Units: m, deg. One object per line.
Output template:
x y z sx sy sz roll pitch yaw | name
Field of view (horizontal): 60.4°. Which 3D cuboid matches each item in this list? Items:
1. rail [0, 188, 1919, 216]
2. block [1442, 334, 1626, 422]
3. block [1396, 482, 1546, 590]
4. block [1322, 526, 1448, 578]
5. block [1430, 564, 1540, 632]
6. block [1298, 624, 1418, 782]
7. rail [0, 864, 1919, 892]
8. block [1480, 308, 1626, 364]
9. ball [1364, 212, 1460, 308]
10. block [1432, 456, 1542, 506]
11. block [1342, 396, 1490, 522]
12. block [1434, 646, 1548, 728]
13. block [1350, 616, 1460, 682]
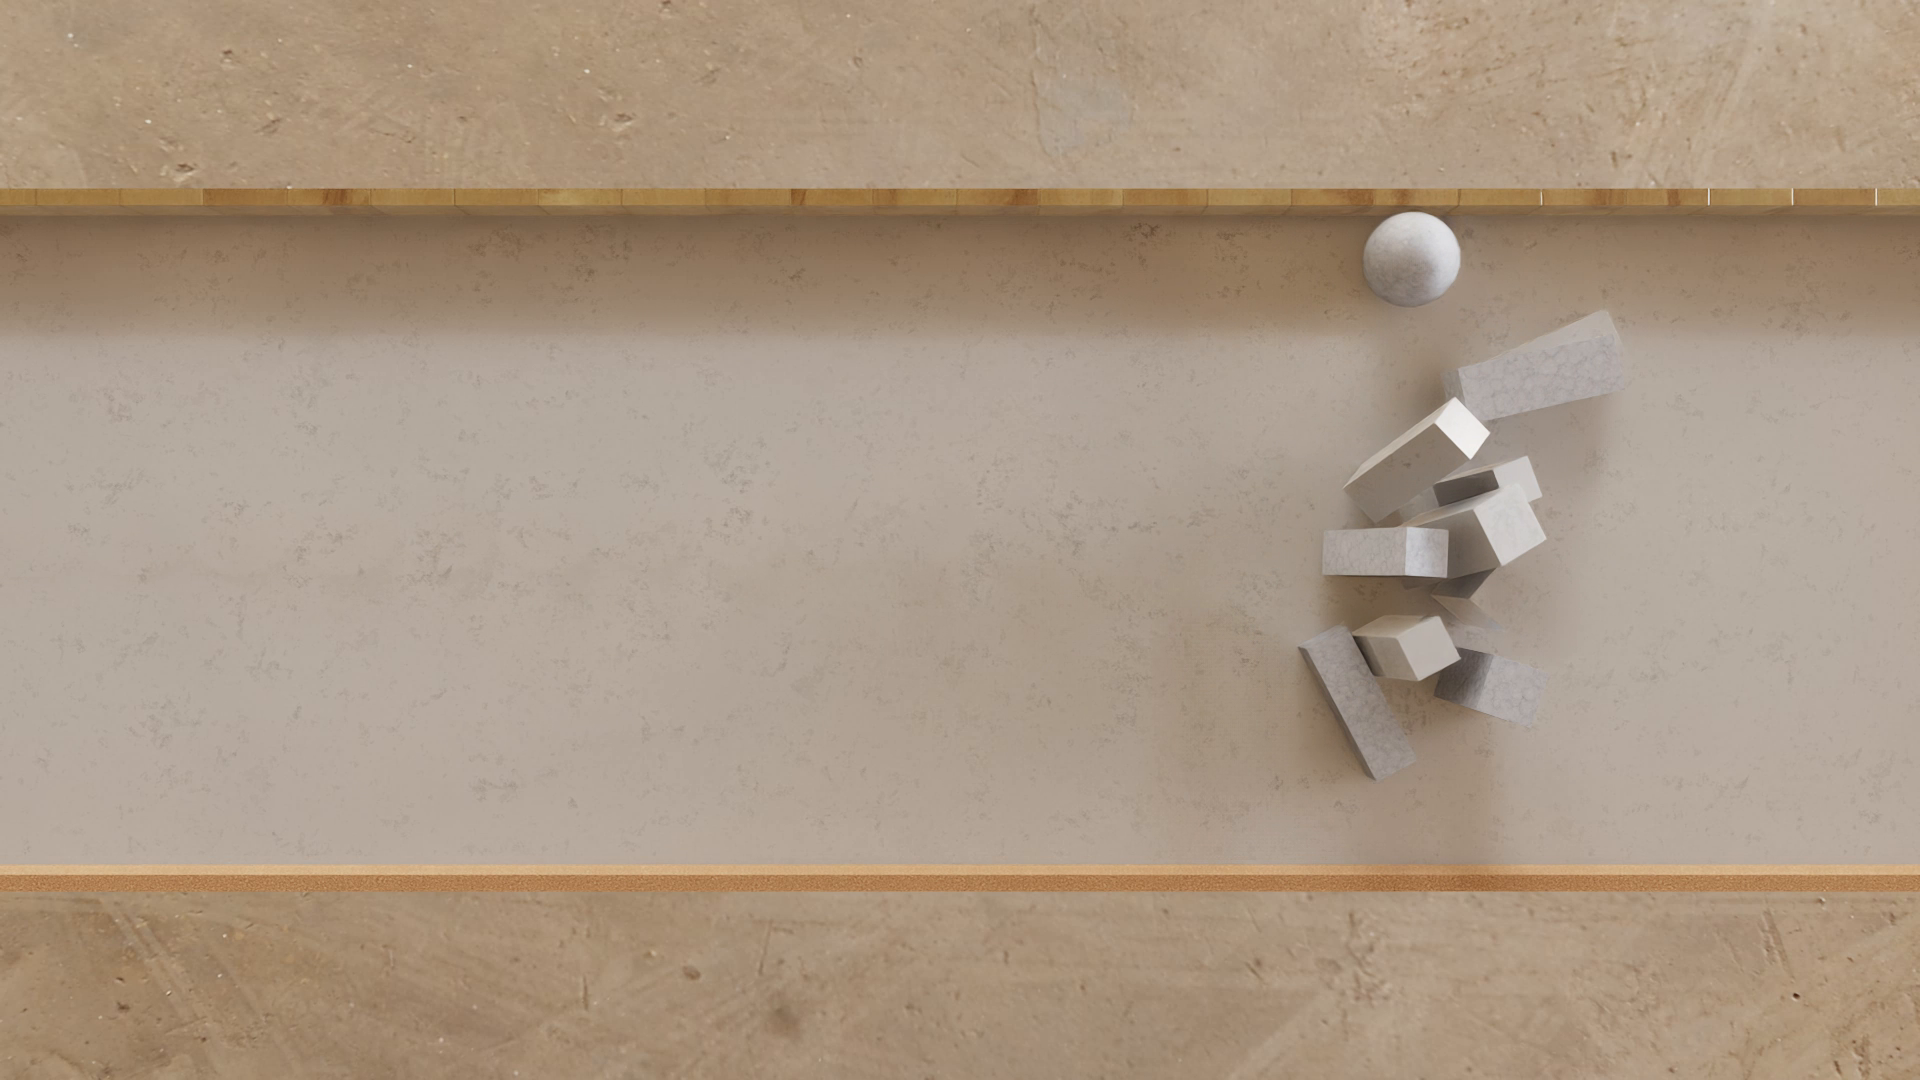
-2.247 -1.025 5.002 12.000 0.150 0.050 0 90 0 | rail
1.680 -0.465 4.845 0.459 0.165 0.165 -13 90 0 | block
1.463 -0.005 4.830 0.179 0.458 0.179 -27 90 -22 | block
1.241 0.039 4.836 0.135 0.456 0.135 4 88 -17 | block
1.549 0.160 4.883 0.145 0.388 0.145 41 90 0 | block
1.204 0.493 5.007 0.139 0.139 0.449 -28 90 0 | block
-2.247 1.025 5.001 12.000 0.150 0.050 0 90 0 | rail
1.775 -0.540 5.002 0.405 0.149 0.149 -24 90 0 | block
1.351 -0.839 4.936 0.282 0.282 0.282 0 90 0 | ball
1.563 -0.148 4.907 0.126 0.316 0.126 -20 90 -18 | block
1.340 -0.231 4.864 0.145 0.422 0.145 46 53 0 | block
1.560 0.428 4.867 0.165 0.419 0.165 19 90 0 | block
1.296 0.313 4.846 0.137 0.450 0.137 -27 90 -5 | block
